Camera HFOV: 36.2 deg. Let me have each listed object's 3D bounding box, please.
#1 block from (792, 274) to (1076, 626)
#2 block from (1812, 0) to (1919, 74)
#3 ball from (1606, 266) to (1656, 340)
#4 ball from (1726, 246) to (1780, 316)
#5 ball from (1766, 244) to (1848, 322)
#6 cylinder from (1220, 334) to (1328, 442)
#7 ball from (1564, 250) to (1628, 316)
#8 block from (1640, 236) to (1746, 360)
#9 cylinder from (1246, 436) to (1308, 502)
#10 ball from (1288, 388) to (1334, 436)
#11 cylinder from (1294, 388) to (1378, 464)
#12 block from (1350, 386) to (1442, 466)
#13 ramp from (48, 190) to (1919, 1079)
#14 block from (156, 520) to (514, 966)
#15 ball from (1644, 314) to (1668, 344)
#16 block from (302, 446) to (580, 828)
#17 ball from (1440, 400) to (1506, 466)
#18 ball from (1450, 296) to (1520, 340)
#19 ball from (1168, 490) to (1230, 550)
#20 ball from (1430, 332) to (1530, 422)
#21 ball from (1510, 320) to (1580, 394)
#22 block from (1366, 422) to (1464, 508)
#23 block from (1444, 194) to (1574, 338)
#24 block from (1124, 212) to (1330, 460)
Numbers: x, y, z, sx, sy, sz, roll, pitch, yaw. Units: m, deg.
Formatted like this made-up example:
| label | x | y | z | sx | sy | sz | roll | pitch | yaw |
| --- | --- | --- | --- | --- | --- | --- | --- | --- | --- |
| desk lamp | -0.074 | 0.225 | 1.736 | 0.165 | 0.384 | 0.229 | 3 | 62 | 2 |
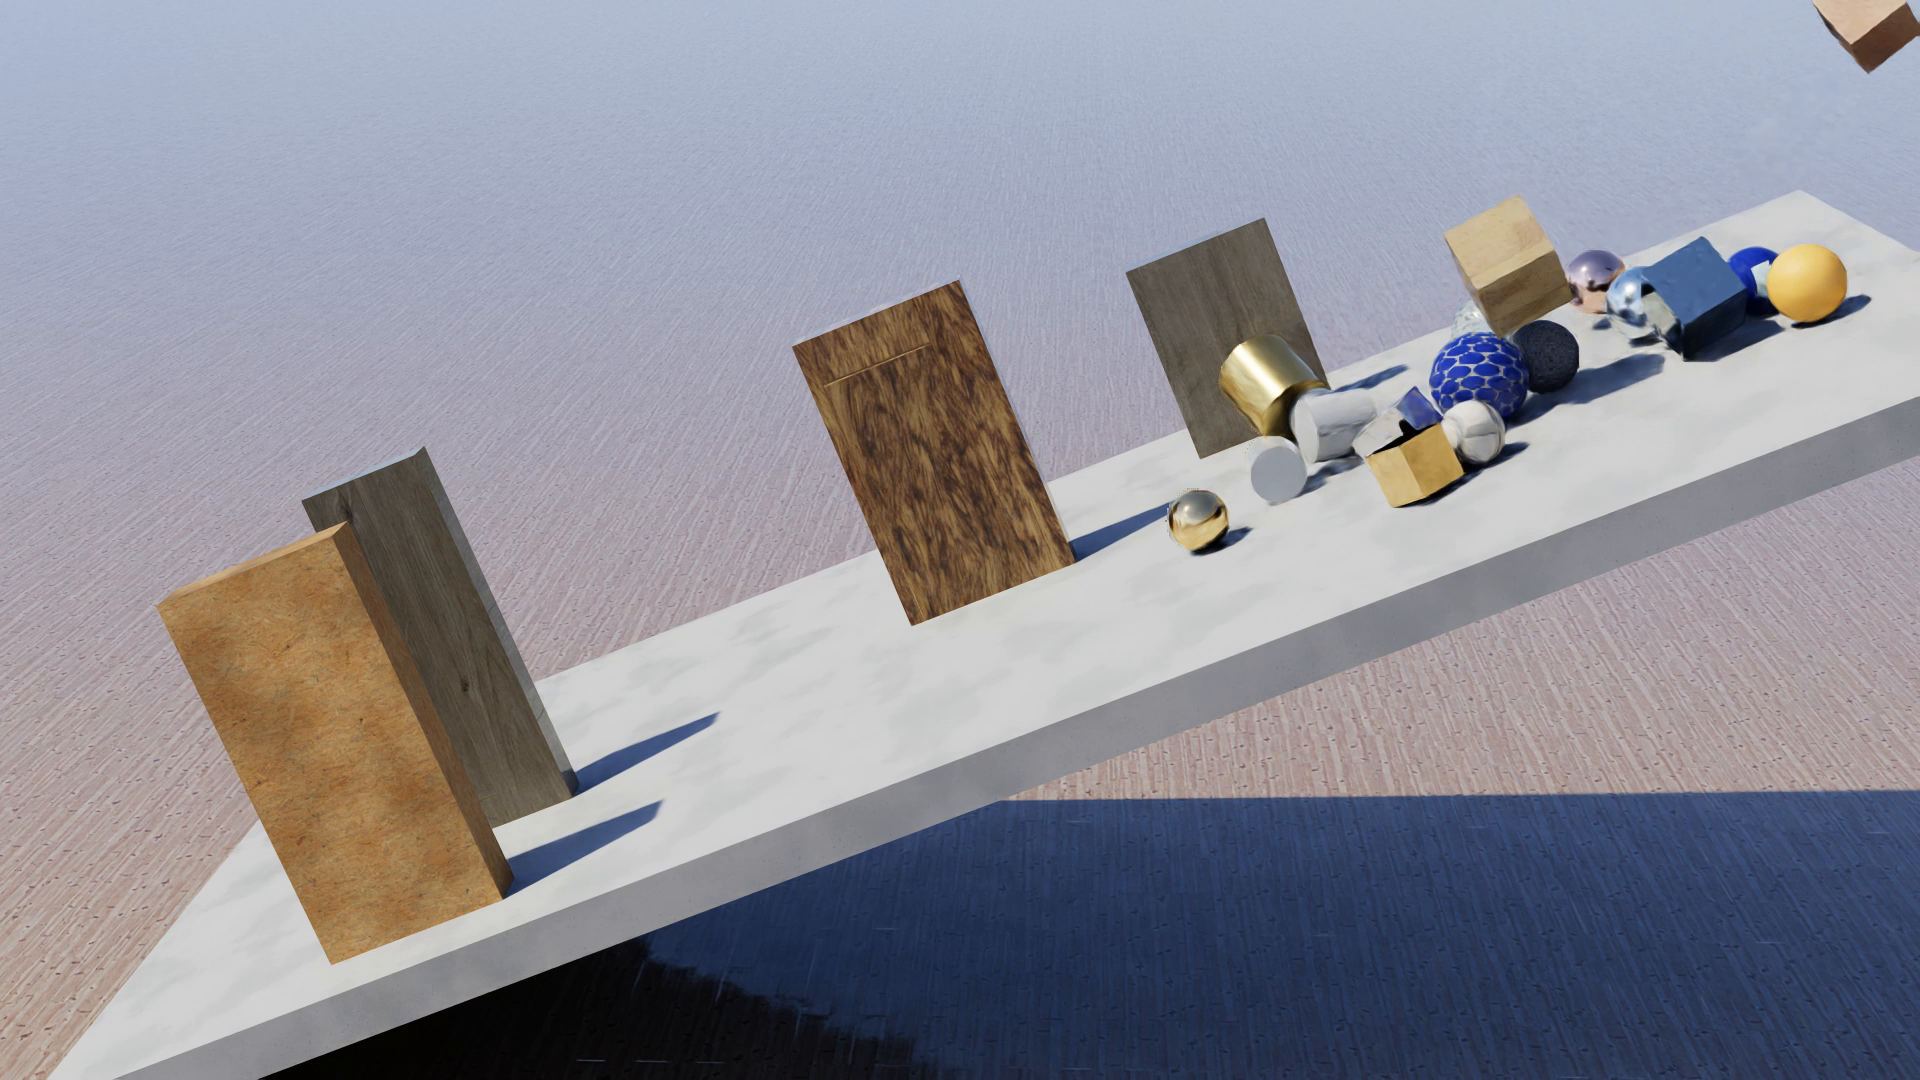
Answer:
| label | x | y | z | sx | sy | sz | roll | pitch | yaw |
| --- | --- | --- | --- | --- | --- | --- | --- | --- | --- |
| block | -0.052 | -0.192 | 6.350 | 0.385 | 0.666 | 0.088 | -21 | 12 | 7 |
| block | 1.841 | -1.061 | 5.967 | 0.134 | 0.134 | 0.134 | 31 | 25 | -54 |
| ball | 1.436 | -0.497 | 6.183 | 0.156 | 0.156 | 0.156 | 0 | 14 | 0 |
| ball | 1.626 | -0.529 | 6.015 | 0.142 | 0.142 | 0.142 | 0 | 14 | 0 |
| ball | 1.672 | -0.507 | 5.804 | 0.155 | 0.155 | 0.155 | 0 | 14 | 0 |
| cylinder | 0.706 | -0.340 | 6.606 | 0.178 | 0.178 | 0.178 | -8 | 43 | -30 |
| ball | 1.395 | -0.565 | 6.451 | 0.145 | 0.145 | 0.145 | 0 | 14 | 0 |
| block | 1.470 | -0.485 | 5.896 | 0.147 | 0.147 | 0.147 | -31 | 62 | -2 |
| cylinder | 0.664 | -0.149 | 6.173 | 0.118 | 0.118 | 0.118 | 0 | 13 | 1 |
| ball | 0.784 | -0.270 | 6.455 | 0.129 | 0.129 | 0.129 | 0 | 14 | 0 |
| cylinder | 0.796 | -0.241 | 6.212 | 0.138 | 0.138 | 0.138 | -11 | 16 | -12 |
| block | 0.887 | -0.202 | 5.878 | 0.129 | 0.129 | 0.129 | -41 | 0 | 35 |
| ramp | 0.125 | 0.173 | 6.289 | 4.000 | 0.100 | 2.000 | -21 | 12 | 7 |
| block | -1.191 | 0.393 | 5.640 | 0.367 | 0.774 | 0.122 | -21 | 12 | 7 |
| ball | 1.475 | -0.467 | 6.044 | 0.132 | 0.132 | 0.132 | 0 | 14 | 0 |
| block | -1.080 | 0.219 | 6.142 | 0.258 | 0.793 | 0.092 | -21 | 12 | 7 |
| ball | 1.008 | -0.210 | 5.786 | 0.130 | 0.130 | 0.130 | 0 | 14 | 0 |
| ball | 1.167 | -0.459 | 6.463 | 0.175 | 0.175 | 0.175 | 0 | 14 | 0 |
| ball | 0.488 | -0.040 | 6.010 | 0.126 | 0.126 | 0.126 | 0 | 14 | 0 |
| ball | 1.062 | -0.326 | 6.016 | 0.202 | 0.202 | 0.202 | 0 | 14 | 0 |
| ball | 1.209 | -0.380 | 6.098 | 0.151 | 0.151 | 0.151 | 0 | 14 | 0 |
| block | 0.886 | -0.145 | 5.727 | 0.113 | 0.113 | 0.113 | -29 | 4 | -29 |
| block | 1.104 | -0.550 | 5.921 | 0.171 | 0.171 | 0.171 | -28 | 51 | 7 |
| block | 0.625 | -0.469 | 6.783 | 0.339 | 0.471 | 0.081 | -21 | 12 | 7 |
